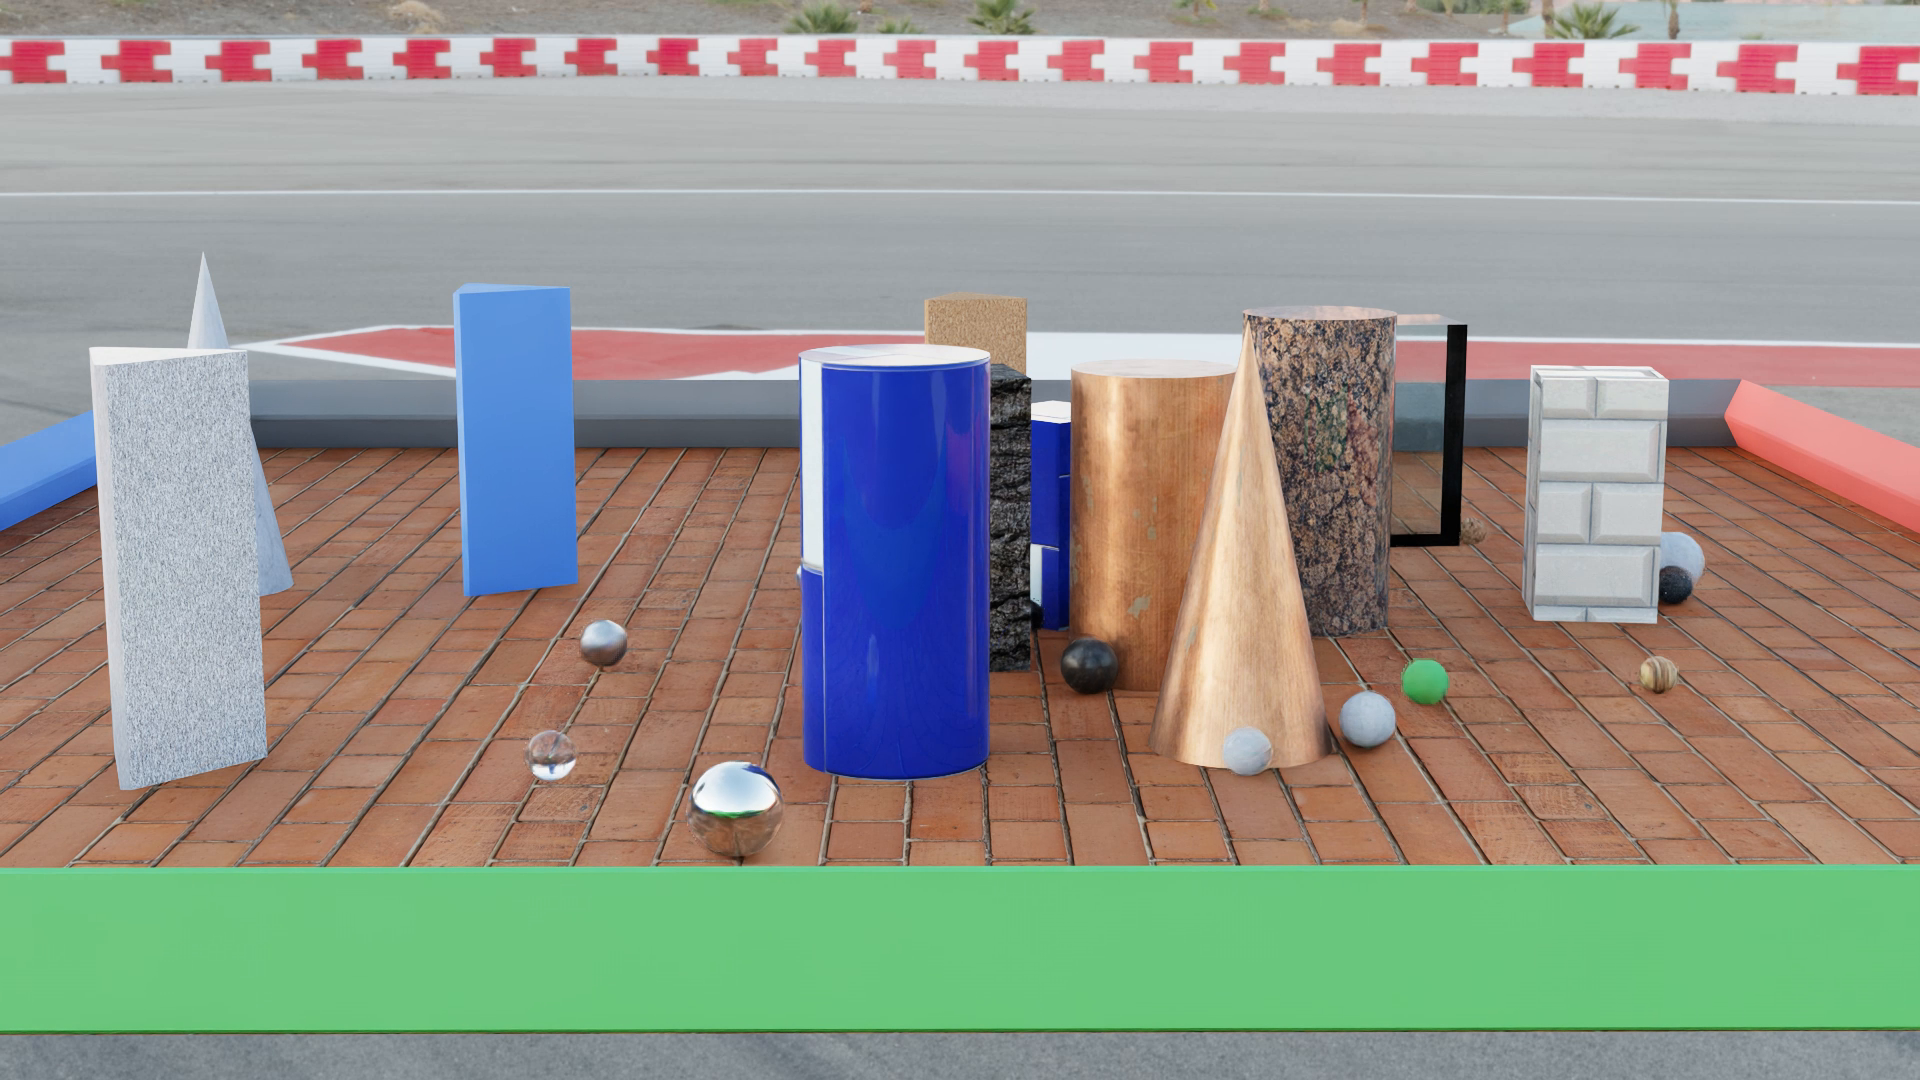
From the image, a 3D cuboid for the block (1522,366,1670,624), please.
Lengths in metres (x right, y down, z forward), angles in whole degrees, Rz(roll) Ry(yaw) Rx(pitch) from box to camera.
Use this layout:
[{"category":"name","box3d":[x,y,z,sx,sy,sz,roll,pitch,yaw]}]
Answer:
[{"category":"block","box3d":[0.852,-0.064,3.452,0.160,0.323,0.160,1,11,6]}]

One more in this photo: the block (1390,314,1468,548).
[{"category":"block","box3d":[0.680,-0.172,3.982,0.160,0.341,0.160,-1,11,-6]}]

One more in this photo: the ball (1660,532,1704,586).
[{"category":"ball","box3d":[0.994,0.031,3.580,0.088,0.088,0.088,0,10,0]}]

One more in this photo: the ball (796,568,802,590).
[{"category":"ball","box3d":[-0.205,0.052,3.579,0.048,0.048,0.048,0,10,0]}]

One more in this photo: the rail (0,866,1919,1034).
[{"category":"rail","box3d":[0.009,0.307,1.968,3.039,0.130,0.045,0,10,0]}]

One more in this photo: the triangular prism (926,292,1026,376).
[{"category":"triangular prism","box3d":[0.014,-0.253,4.432,0.173,0.338,0.150,-2,11,-10]}]

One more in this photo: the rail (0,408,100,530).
[{"category":"rail","box3d":[-1.496,0.035,3.440,0.045,0.130,3.058,0,10,0]}]

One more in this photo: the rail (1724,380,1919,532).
[{"category":"rail","box3d":[1.496,0.032,3.457,0.045,0.130,3.058,0,10,0]}]

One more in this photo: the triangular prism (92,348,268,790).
[{"category":"triangular prism","box3d":[-0.853,0.020,2.686,0.150,0.435,0.173,9,14,39]}]

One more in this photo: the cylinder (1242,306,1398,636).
[{"category":"cylinder","box3d":[0.468,-0.095,3.377,0.200,0.410,0.200,0,10,0]}]

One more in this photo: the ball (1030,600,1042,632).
[{"category":"ball","box3d":[0.086,0.099,3.335,0.044,0.044,0.044,0,10,0]}]

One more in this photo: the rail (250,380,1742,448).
[{"category":"rail","box3d":[-0.009,-0.240,4.929,3.039,0.130,0.045,0,10,0]}]

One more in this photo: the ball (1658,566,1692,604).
[{"category":"ball","box3d":[0.977,0.062,3.516,0.052,0.052,0.052,0,10,0]}]

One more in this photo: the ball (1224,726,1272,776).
[{"category":"ball","box3d":[0.299,0.220,2.665,0.051,0.051,0.051,0,10,0]}]

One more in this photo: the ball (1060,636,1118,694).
[{"category":"ball","box3d":[0.151,0.147,3.012,0.067,0.067,0.067,0,10,0]}]

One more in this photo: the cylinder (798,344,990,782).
[{"category":"cylinder","box3d":[-0.068,0.019,2.705,0.200,0.431,0.200,0,10,0]}]

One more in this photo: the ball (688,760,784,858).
[{"category":"ball","box3d":[-0.209,0.250,2.390,0.090,0.090,0.090,0,10,0]}]

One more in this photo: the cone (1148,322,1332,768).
[{"category":"cone","box3d":[0.304,-0.005,2.748,0.200,0.463,0.200,0,10,0]}]

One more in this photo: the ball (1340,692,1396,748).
[{"category":"ball","box3d":[0.441,0.194,2.774,0.060,0.060,0.060,0,10,0]}]

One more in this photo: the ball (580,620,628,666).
[{"category":"ball","box3d":[-0.436,0.127,3.147,0.057,0.057,0.057,0,10,0]}]

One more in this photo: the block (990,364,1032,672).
[{"category":"block","box3d":[-0.008,-0.029,3.162,0.160,0.358,0.160,-2,11,-11]}]

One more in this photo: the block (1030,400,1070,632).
[{"category":"block","box3d":[0.128,-0.036,3.433,0.160,0.274,0.160,10,15,44]}]

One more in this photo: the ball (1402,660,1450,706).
[{"category":"ball","box3d":[0.537,0.164,2.959,0.053,0.053,0.053,0,10,0]}]

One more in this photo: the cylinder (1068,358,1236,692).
[{"category":"cylinder","box3d":[0.232,-0.022,3.089,0.200,0.372,0.200,0,10,0]}]

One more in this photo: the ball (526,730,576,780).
[{"category":"ball","box3d":[-0.422,0.222,2.647,0.052,0.052,0.052,0,10,0]}]

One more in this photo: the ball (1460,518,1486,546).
[{"category":"ball","box3d":[0.789,-0.013,3.947,0.042,0.042,0.042,0,10,0]}]

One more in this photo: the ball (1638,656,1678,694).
[{"category":"ball","box3d":[0.820,0.159,3.013,0.044,0.044,0.044,0,10,0]}]

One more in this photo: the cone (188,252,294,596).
[{"category":"cone","box3d":[-1.047,-0.167,3.591,0.200,0.474,0.200,0,10,0]}]

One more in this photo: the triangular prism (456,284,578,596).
[{"category":"triangular prism","box3d":[-0.658,-0.148,3.638,0.173,0.421,0.150,-7,13,-34]}]
